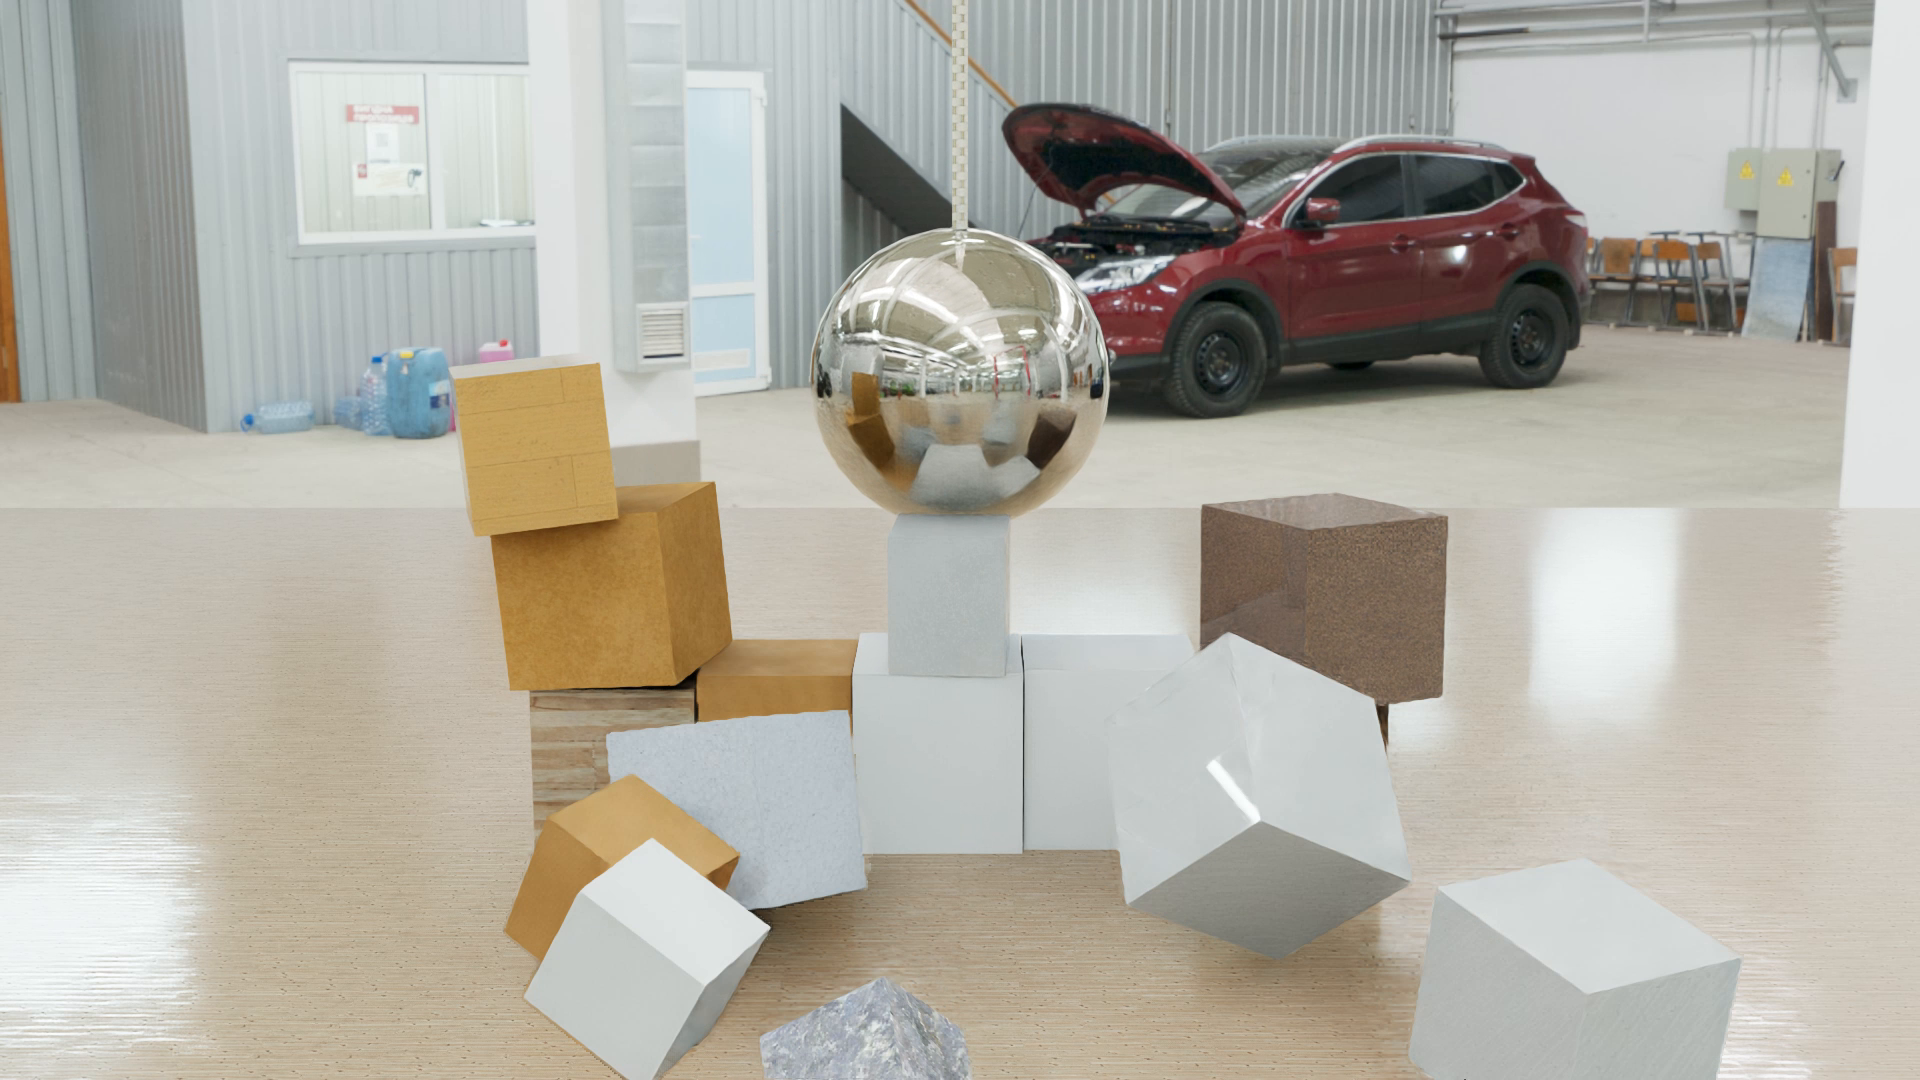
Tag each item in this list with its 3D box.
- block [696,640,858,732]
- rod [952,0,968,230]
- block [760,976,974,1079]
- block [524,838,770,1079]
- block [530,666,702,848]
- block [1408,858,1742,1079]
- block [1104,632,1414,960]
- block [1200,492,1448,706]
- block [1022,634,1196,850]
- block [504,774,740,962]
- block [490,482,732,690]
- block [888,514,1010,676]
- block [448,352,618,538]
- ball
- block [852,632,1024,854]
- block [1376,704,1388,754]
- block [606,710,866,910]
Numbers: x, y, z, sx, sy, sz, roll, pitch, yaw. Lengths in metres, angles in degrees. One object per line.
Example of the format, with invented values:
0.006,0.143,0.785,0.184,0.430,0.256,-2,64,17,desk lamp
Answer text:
-0.920,1.039,11.355,0.764,0.894,0.809,0,10,0,block
0.000,-4.115,10.706,0.080,5.200,0.080,0,16,0,rod
-0.267,1.825,7.036,0.486,0.496,0.562,-29,47,16,block
-1.030,1.395,7.261,0.510,0.488,0.450,35,25,11,block
-1.725,1.074,11.371,0.821,0.819,0.793,0,10,0,block
2.197,1.691,7.929,0.719,0.712,0.787,-5,21,-27,block
1.251,1.103,9.366,0.893,0.919,0.789,24,-47,-31,block
1.832,0.303,11.173,0.853,0.920,0.911,-5,11,-27,block
0.761,1.027,11.331,0.879,0.926,0.797,0,10,1,block
-1.398,1.462,9.113,0.604,0.619,0.563,33,27,19,block
-1.752,0.222,11.168,0.872,0.858,0.894,-3,10,13,block
-0.046,0.267,11.032,0.573,0.688,0.677,1,10,3,block
-2.082,-0.479,10.686,0.675,0.747,0.745,-8,11,-14,block
0.000,-0.851,11.658,1.600,1.600,1.600,0,10,0,ball
-0.109,1.029,11.331,0.841,0.920,0.915,0,10,0,block
1.670,1.108,11.401,0.918,0.741,0.844,0,10,0,block
-0.994,1.214,9.836,0.777,0.809,0.791,-9,-6,28,block
